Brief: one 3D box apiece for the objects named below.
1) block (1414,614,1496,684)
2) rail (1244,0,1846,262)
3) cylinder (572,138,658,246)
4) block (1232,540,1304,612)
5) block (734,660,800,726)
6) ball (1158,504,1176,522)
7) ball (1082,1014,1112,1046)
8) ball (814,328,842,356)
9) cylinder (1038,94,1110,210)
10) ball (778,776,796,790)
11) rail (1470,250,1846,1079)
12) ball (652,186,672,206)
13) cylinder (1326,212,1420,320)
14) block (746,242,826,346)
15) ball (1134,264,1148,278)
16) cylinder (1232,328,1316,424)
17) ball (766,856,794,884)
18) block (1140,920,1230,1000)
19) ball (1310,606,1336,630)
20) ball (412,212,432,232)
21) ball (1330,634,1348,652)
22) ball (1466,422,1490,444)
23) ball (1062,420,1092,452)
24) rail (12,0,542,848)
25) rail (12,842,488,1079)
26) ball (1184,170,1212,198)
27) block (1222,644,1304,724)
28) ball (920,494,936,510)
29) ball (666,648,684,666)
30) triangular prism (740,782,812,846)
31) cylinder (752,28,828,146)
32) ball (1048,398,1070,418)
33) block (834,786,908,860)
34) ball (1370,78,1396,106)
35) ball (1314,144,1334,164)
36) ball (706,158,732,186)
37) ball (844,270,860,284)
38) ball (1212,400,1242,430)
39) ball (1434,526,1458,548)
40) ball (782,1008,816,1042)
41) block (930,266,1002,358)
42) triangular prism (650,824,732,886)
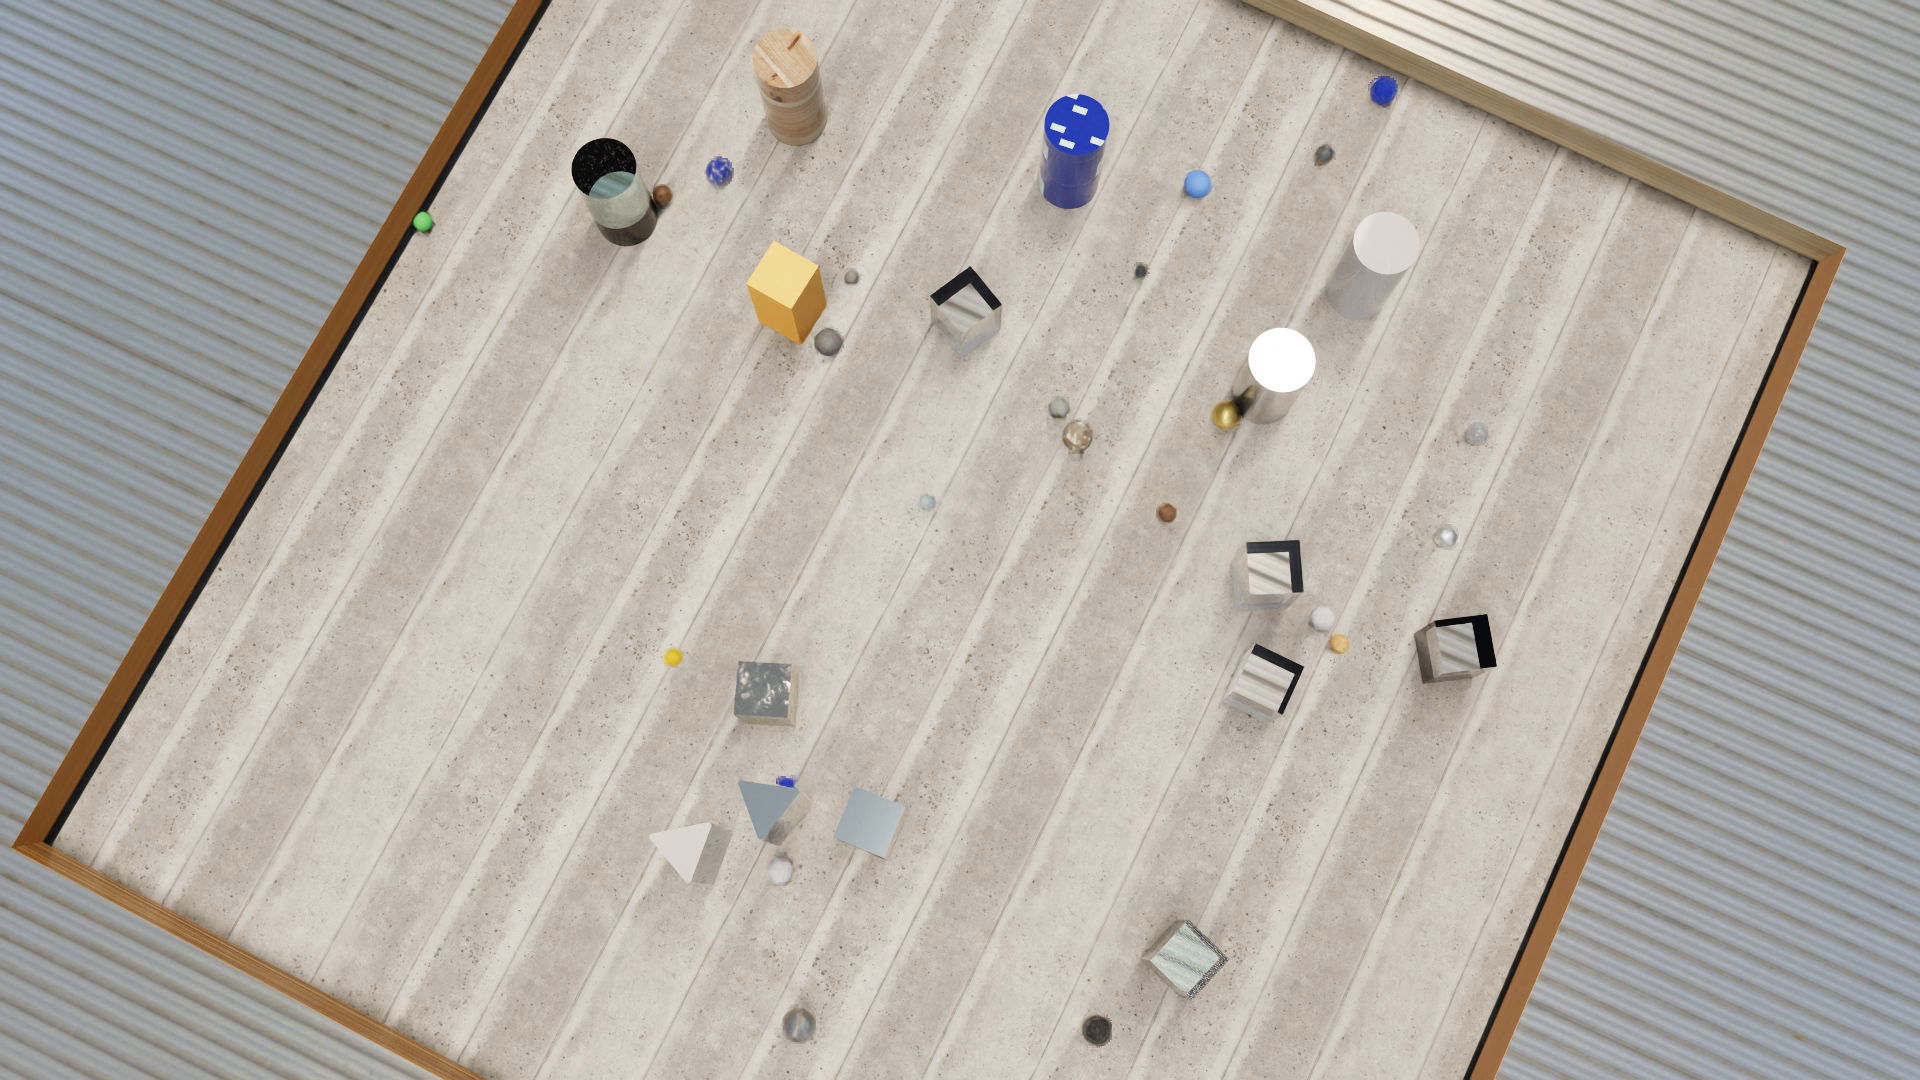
[{"bbox_3d":[1.463,0.325,5.422,0.155,0.249,0.155,-7,78,-1],"label":"block"},{"bbox_3d":[0.906,-1.768,5.917,4.096,0.126,0.045,26,80,5],"label":"rail"},{"bbox_3d":[-1.058,-1.065,5.637,0.194,0.391,0.194,0,78,0],"label":"cylinder"},{"bbox_3d":[0.911,0.108,5.445,0.155,0.293,0.155,-3,78,-1],"label":"block"},{"bbox_3d":[-0.567,0.455,5.393,0.155,0.254,0.155,4,78,1],"label":"block"},{"bbox_3d":[0.635,-0.082,5.605,0.056,0.056,0.056,0,78,0],"label":"ball"},{"bbox_3d":[0.394,1.412,5.281,0.085,0.085,0.085,0,78,0],"label":"ball"},{"bbox_3d":[-0.411,-0.616,5.700,0.086,0.086,0.086,0,78,0],"label":"ball"},{"bbox_3d":[0.347,-1.191,5.647,0.194,0.423,0.194,0,78,0],"label":"cylinder"},{"bbox_3d":[-0.514,0.731,5.436,0.055,0.055,0.055,0,78,0],"label":"ball"},{"bbox_3d":[1.811,0.893,5.366,0.045,0.126,4.099,26,80,5],"label":"rail"},{"bbox_3d":[-0.943,-1.093,5.810,0.064,0.064,0.064,0,78,0],"label":"ball"},{"bbox_3d":[1.250,-0.828,5.575,0.194,0.417,0.194,0,78,0],"label":"cylinder"},{"bbox_3d":[-0.525,-0.749,5.592,0.155,0.352,0.155,30,80,6],"label":"block"},{"bbox_3d":[0.569,-0.845,5.769,0.043,0.043,0.043,0,78,0],"label":"ball"},{"bbox_3d":[0.942,-0.490,5.534,0.194,0.360,0.194,0,78,0],"label":"cylinder"},{"bbox_3d":[-0.528,0.970,5.375,0.079,0.079,0.079,0,78,0],"label":"ball"},{"bbox_3d":[0.637,1.193,5.217,0.155,0.299,0.155,43,82,8],"label":"block"},{"bbox_3d":[1.094,0.236,5.529,0.076,0.076,0.076,0,78,0],"label":"ball"},{"bbox_3d":[-1.699,-1.006,5.794,0.061,0.061,0.061,0,78,0],"label":"ball"},{"bbox_3d":[1.143,0.311,5.523,0.056,0.056,0.056,0,78,0],"label":"ball"},{"bbox_3d":[1.596,-0.331,5.649,0.070,0.070,0.070,0,78,0],"label":"ball"},{"bbox_3d":[0.360,-0.320,5.635,0.094,0.094,0.094,0,78,0],"label":"ball"},{"bbox_3d":[-1.811,-0.880,5.733,0.045,0.126,4.099,26,80,5],"label":"rail"},{"bbox_3d":[-0.906,1.781,5.183,4.096,0.126,0.045,26,80,5],"label":"rail"},{"bbox_3d":[0.752,-1.128,5.806,0.087,0.087,0.087,0,78,0],"label":"ball"},{"bbox_3d":[0.890,0.426,5.401,0.155,0.250,0.155,26,79,5],"label":"block"},{"bbox_3d":[-0.099,-0.116,5.616,0.048,0.048,0.048,0,78,0],"label":"ball"},{"bbox_3d":[-0.860,0.354,5.516,0.054,0.054,0.054,0,78,0],"label":"ball"},{"bbox_3d":[-0.546,0.750,5.215,0.146,0.482,0.168,38,81,7],"label":"triangular prism"},{"bbox_3d":[-0.524,-1.401,5.692,0.194,0.419,0.194,0,78,0],"label":"cylinder"},{"bbox_3d":[0.307,-0.408,5.667,0.066,0.066,0.066,0,78,0],"label":"ball"},{"bbox_3d":[-0.256,0.823,5.308,0.155,0.270,0.155,22,79,4],"label":"block"},{"bbox_3d":[1.356,-1.435,5.871,0.084,0.084,0.084,0,78,0],"label":"ball"},{"bbox_3d":[1.161,-1.228,5.840,0.061,0.061,0.061,0,78,0],"label":"ball"},{"bbox_3d":[-0.767,-1.167,5.815,0.084,0.084,0.084,0,78,0],"label":"ball"},{"bbox_3d":[-0.340,-0.826,5.763,0.048,0.048,0.048,0,78,0],"label":"ball"},{"bbox_3d":[0.822,-0.384,5.650,0.090,0.090,0.090,0,78,0],"label":"ball"},{"bbox_3d":[1.481,-0.009,5.583,0.069,0.069,0.069,0,78,0],"label":"ball"},{"bbox_3d":[-0.466,1.396,5.278,0.097,0.097,0.097,0,78,0],"label":"ball"},{"bbox_3d":[0.018,-0.699,5.639,0.155,0.239,0.155,-37,81,-7],"label":"block"},{"bbox_3d":[-0.731,0.864,5.193,0.146,0.479,0.168,-41,81,-8],"label":"triangular prism"}]
